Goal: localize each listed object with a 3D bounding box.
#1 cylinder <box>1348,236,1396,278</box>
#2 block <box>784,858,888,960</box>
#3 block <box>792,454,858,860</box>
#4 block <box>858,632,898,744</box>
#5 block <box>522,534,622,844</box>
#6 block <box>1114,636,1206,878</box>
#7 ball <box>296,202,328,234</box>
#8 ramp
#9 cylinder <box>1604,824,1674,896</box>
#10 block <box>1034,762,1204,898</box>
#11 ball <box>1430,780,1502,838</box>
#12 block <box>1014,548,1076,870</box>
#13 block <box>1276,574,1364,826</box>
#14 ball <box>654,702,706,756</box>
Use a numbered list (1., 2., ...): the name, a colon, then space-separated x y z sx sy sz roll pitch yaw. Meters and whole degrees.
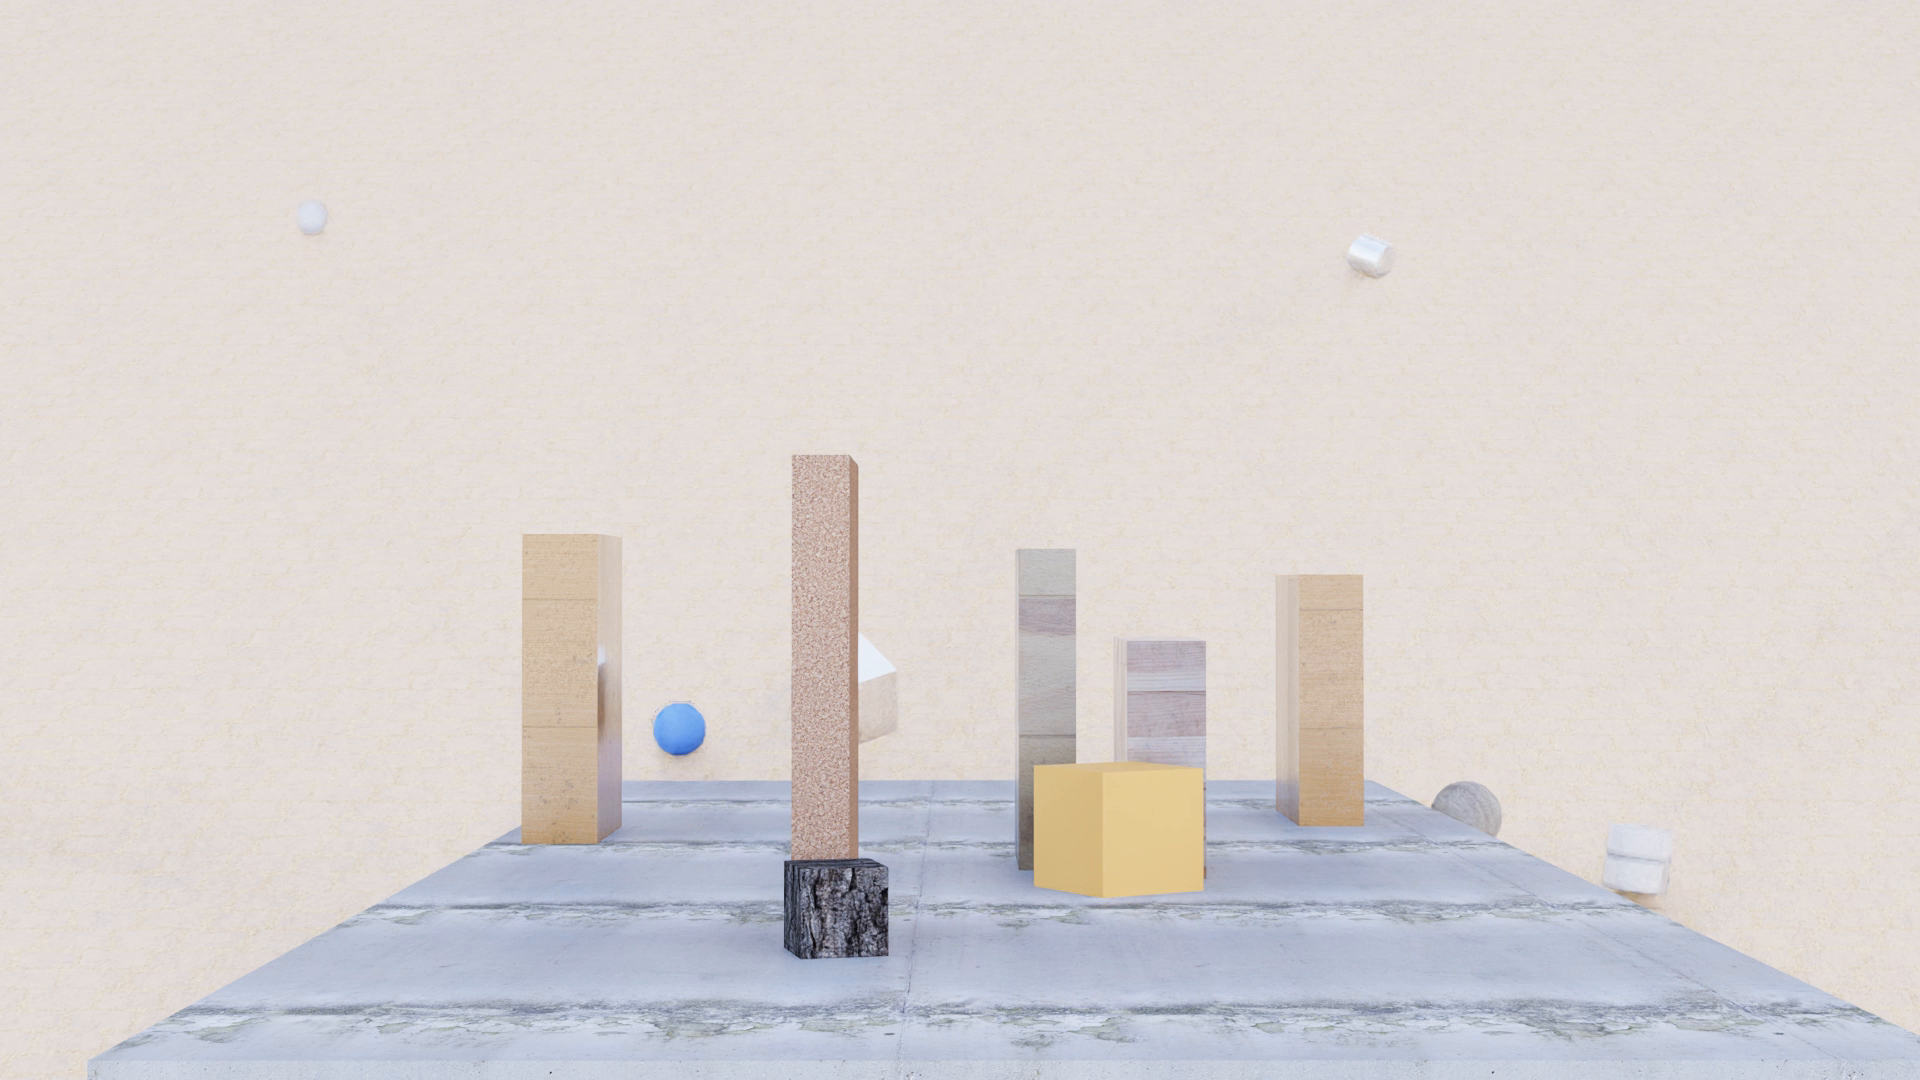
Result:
1. cylinder: 1.481 -1.019 9.329 0.121 0.121 0.121 29 43 36
2. block: -0.172 0.507 3.575 0.121 0.121 0.121 0 -1 -15
3. block: -0.196 0.227 3.812 0.082 0.689 0.330 0 -1 0
4. block: -0.309 0.415 7.041 0.205 0.205 0.205 -18 37 -25
5. block: -0.786 0.295 5.272 0.149 0.608 0.368 0 -1 0
6. block: 0.356 0.382 4.664 0.137 0.410 0.387 0 -1 0
7. ball: -2.401 -1.194 9.607 0.117 0.117 0.117 0 33 0
8. ramp: 0.073 0.639 4.751 2.000 0.100 4.000 0 -1 0
9. cylinder: 1.686 0.794 6.445 0.156 0.156 0.156 6 -2 0
10. block: 0.264 0.480 4.329 0.202 0.202 0.202 1 -1 -32
11. ball: 1.188 0.649 6.087 0.168 0.168 0.168 0 33 0
12. block: 0.155 0.304 4.766 0.102 0.571 0.319 0 -1 0
13. block: 0.780 0.341 5.649 0.136 0.529 0.398 0 -1 0
14. ball: -0.752 0.507 6.957 0.141 0.141 0.141 0 33 0
